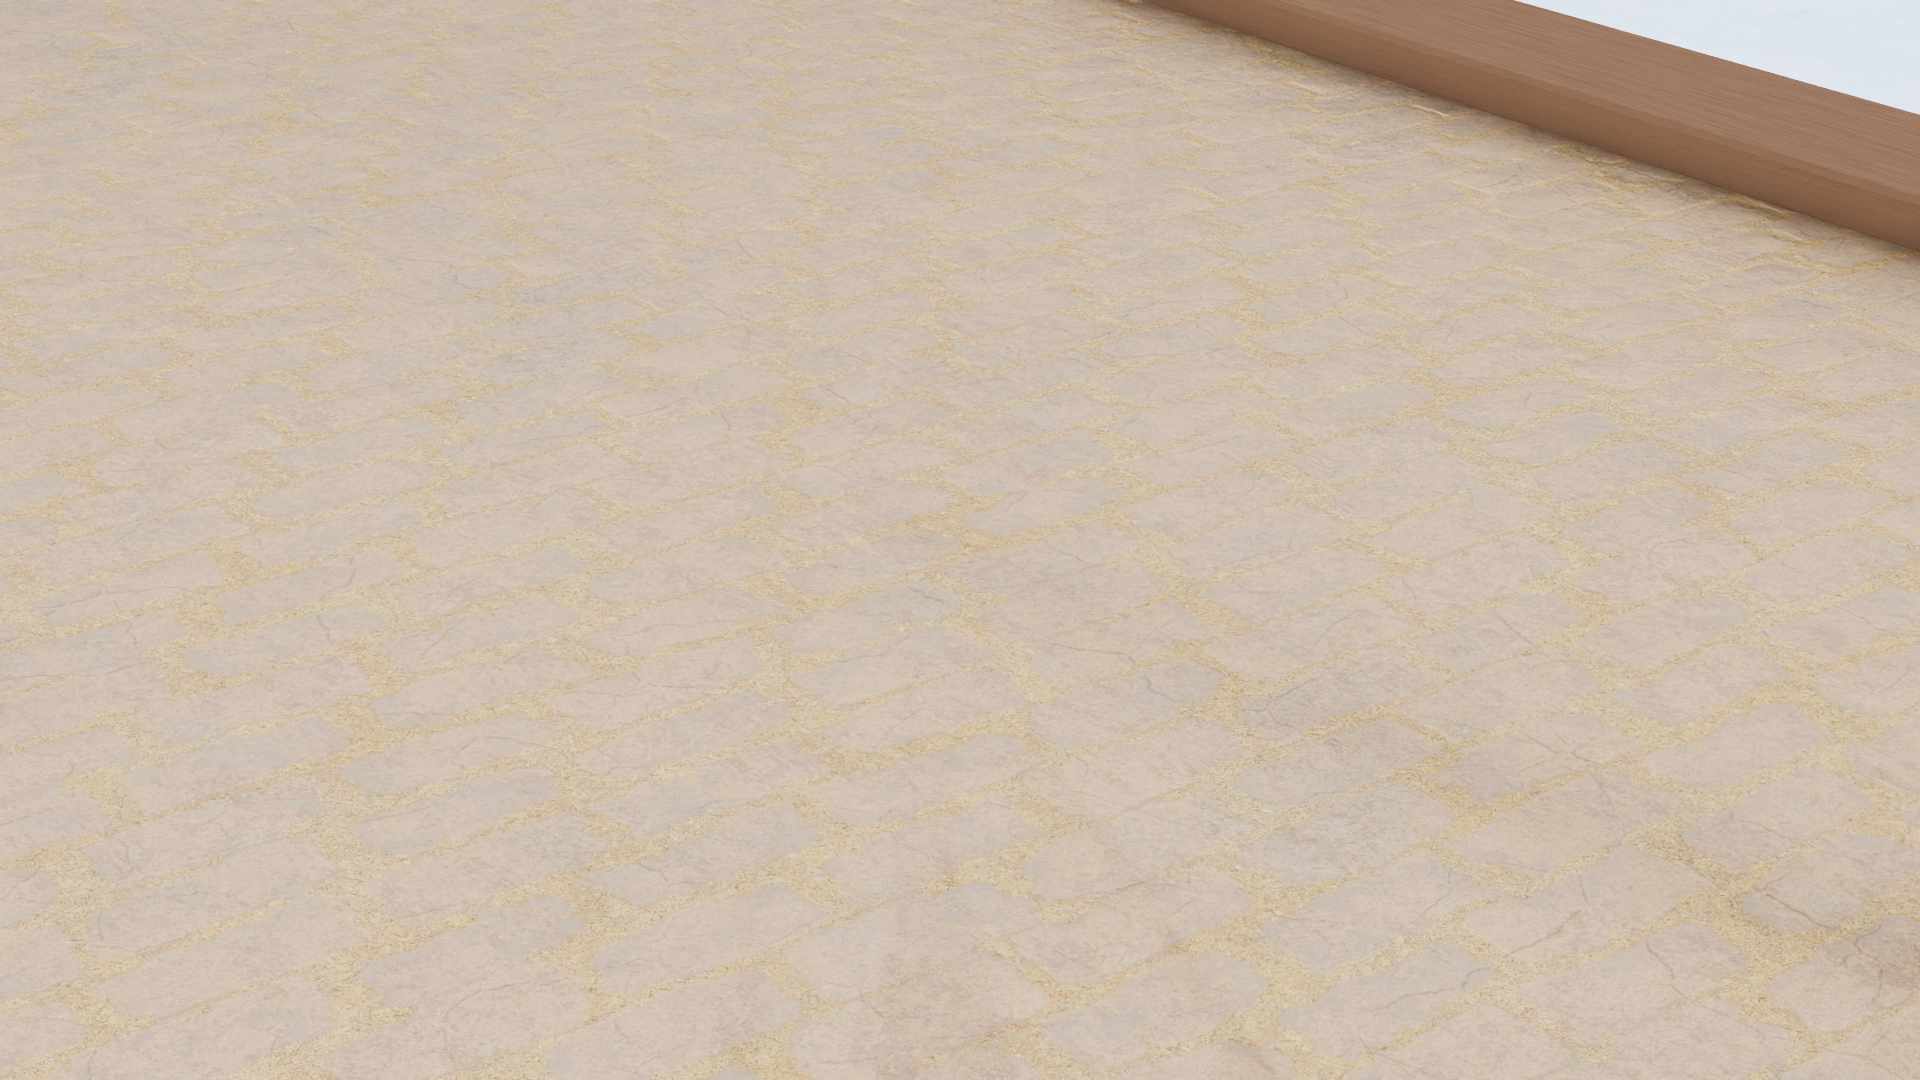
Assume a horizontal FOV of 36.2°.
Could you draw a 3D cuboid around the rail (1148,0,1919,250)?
[{"bbox_3d":[0.323,-0.656,3.461,0.045,0.128,3.940,-18,30,-33],"label":"rail"}]
